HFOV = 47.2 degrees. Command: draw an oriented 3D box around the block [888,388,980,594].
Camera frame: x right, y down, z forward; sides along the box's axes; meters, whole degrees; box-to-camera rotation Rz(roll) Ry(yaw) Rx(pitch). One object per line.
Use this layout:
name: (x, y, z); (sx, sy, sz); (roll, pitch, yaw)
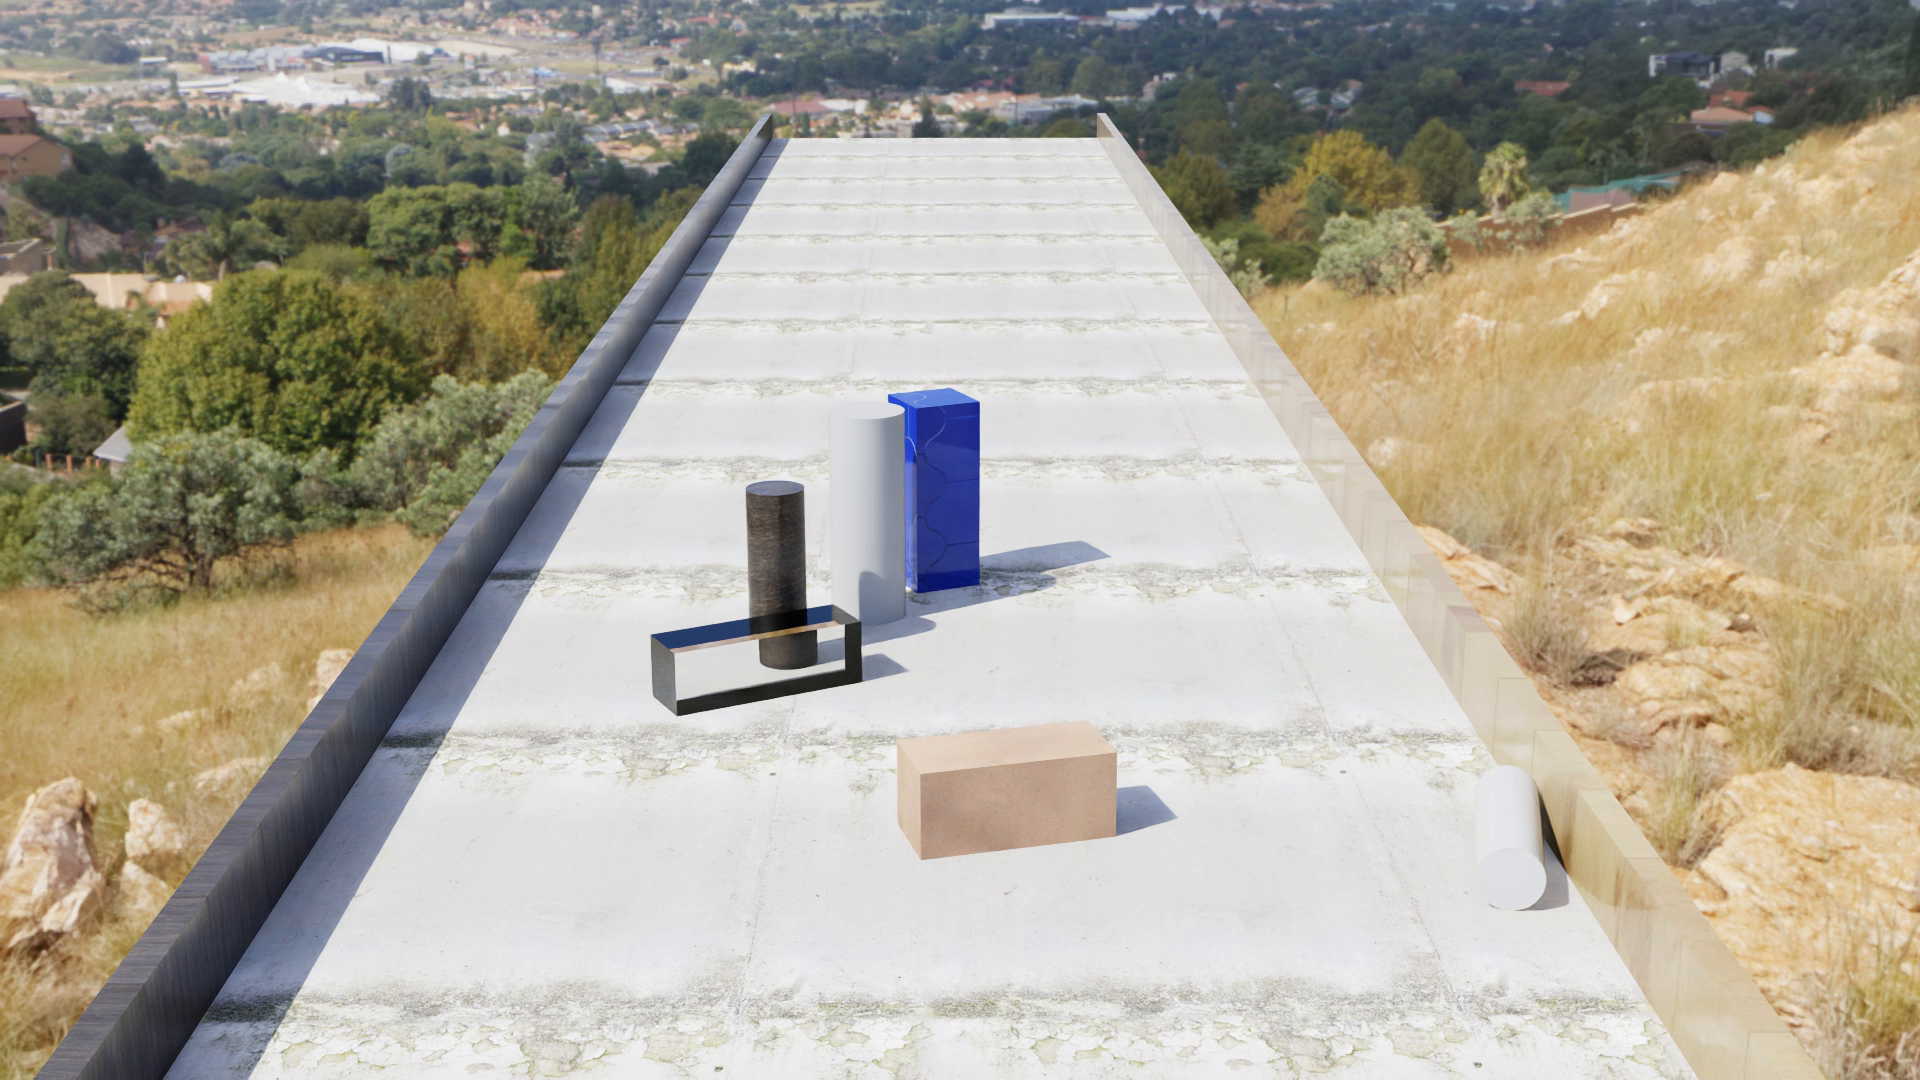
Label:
block: (-0.058, -0.111, 4.867); (0.152, 0.417, 0.152); (-8, 18, -24)

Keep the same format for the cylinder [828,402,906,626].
cylinder: (-0.195, -0.057, 4.636); (0.160, 0.445, 0.160); (0, 17, 0)

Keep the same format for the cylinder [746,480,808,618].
cylinder: (-0.367, 0.063, 4.406); (0.118, 0.347, 0.118); (0, 17, 0)

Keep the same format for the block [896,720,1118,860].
block: (0.076, 0.407, 3.599); (0.330, 0.149, 0.149); (-5, 17, -15)

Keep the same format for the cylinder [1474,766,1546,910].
cylinder: (0.867, 0.467, 3.476); (0.104, 0.104, 0.329); (4, 17, 12)

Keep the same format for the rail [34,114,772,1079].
rail: (-1.118, -0.838, 7.780); (0.050, 0.150, 12.000); (0, 17, -1)

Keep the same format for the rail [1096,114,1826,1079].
rail: (0.932, -0.844, 7.801); (0.050, 0.150, 12.000); (0, 17, -1)

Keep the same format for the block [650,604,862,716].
block: (-0.390, 0.229, 4.238); (0.387, 0.125, 0.125); (-9, 19, -27)
